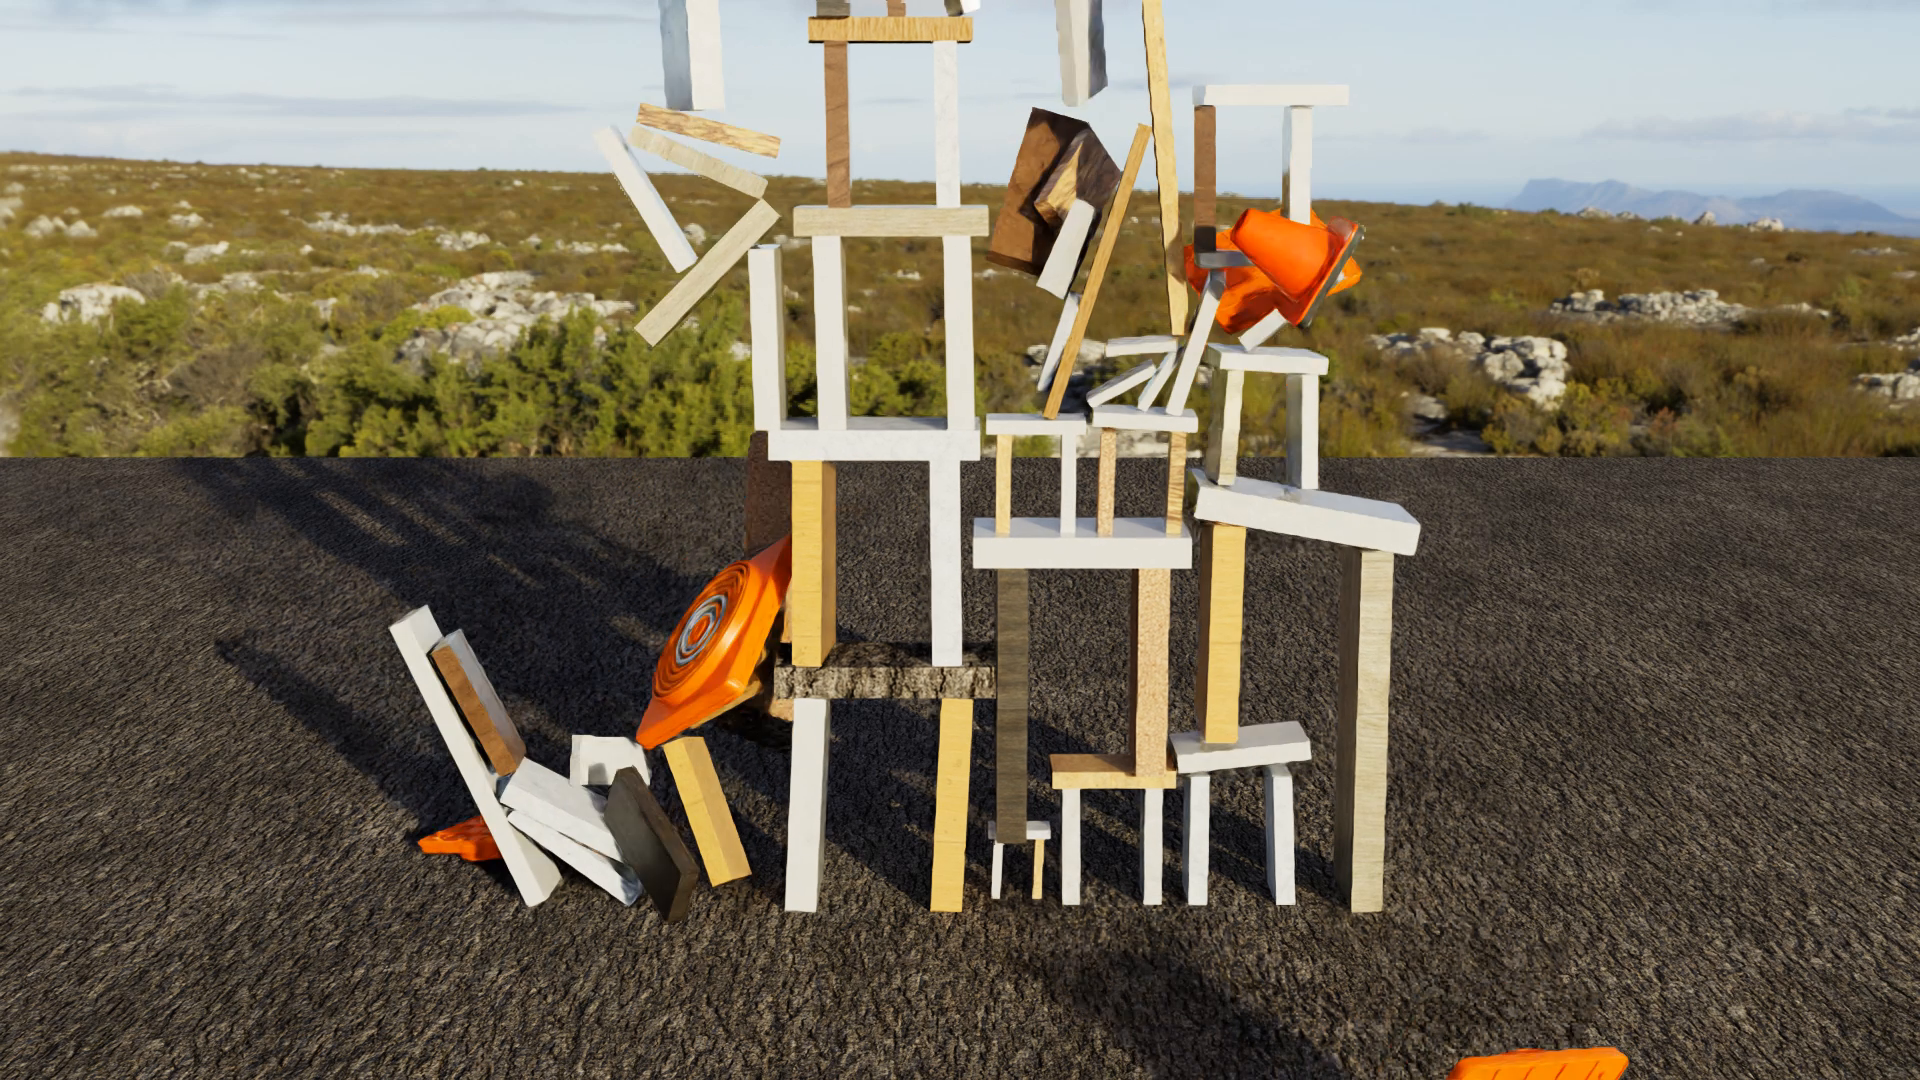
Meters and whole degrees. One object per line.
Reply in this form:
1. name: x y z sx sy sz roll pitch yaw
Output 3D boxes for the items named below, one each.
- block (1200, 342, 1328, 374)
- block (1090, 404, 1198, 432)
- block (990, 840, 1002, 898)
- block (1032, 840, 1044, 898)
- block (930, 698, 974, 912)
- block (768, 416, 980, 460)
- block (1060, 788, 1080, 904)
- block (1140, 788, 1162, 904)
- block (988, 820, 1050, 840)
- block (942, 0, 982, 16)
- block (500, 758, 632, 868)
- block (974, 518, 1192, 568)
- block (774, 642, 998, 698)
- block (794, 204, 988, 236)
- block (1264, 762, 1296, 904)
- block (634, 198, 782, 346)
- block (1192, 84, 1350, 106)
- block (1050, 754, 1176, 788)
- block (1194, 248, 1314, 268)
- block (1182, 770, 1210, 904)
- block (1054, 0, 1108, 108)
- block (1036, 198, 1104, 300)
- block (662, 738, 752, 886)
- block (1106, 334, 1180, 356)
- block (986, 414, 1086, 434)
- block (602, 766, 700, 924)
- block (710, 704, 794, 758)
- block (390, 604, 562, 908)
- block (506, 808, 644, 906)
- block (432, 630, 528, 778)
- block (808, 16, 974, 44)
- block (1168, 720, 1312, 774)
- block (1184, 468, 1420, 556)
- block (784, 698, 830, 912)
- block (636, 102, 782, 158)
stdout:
1. block: 0.484 -0.289 3.505 0.182 0.026 0.091 2 15 -16
2. block: 0.292 -0.194 3.497 0.164 0.023 0.082 3 13 0
3. block: 0.061 0.539 3.661 0.015 0.103 0.051 3 11 0
4. block: 0.130 0.539 3.662 0.015 0.103 0.051 2 11 -1
5. block: -0.013 0.413 3.639 0.050 0.356 0.178 3 11 -1
6. block: -0.135 -0.164 3.535 0.332 0.047 0.166 0 11 0
7. block: 0.182 0.492 3.646 0.028 0.201 0.100 -1 11 0
8. block: 0.316 0.492 3.645 0.028 0.201 0.100 0 11 0
9. block: 0.098 0.481 3.649 0.103 0.015 0.051 0 11 0
10. block: -0.027 -0.914 3.419 0.028 0.201 0.100 -23 12 -10
11. block: -0.624 0.448 3.608 0.247 0.035 0.124 28 13 -6
12. block: 0.194 0.004 3.549 0.344 0.049 0.172 0 11 0
13. block: -0.120 0.212 3.602 0.356 0.050 0.178 0 11 -1
14. block: -0.107 -0.504 3.467 0.302 0.043 0.151 0 11 0
15. block: 0.531 0.482 3.651 0.031 0.217 0.108 -3 11 0
16. block: -0.395 -0.420 3.462 0.282 0.040 0.141 -45 7 2
17. block: 0.478 -0.686 3.390 0.221 0.031 0.110 -1 12 -4
18. block: 0.250 0.380 3.618 0.201 0.028 0.100 0 11 -1
19. block: 0.459 -0.441 3.444 0.175 0.025 0.088 0 10 0
20. block: 0.391 0.483 3.651 0.031 0.217 0.108 0 11 0
21. block: 0.192 -0.799 3.485 0.028 0.198 0.099 13 36 29
22. block: 0.173 -0.456 3.460 0.021 0.148 0.074 25 3 26
23. block: -0.422 0.453 3.682 0.035 0.247 0.124 -22 -8 8
24. block: 0.288 -0.308 3.465 0.111 0.016 0.055 -4 18 11
25. block: 0.121 -0.185 3.509 0.157 0.022 0.079 0 11 1
26. block: -0.490 0.480 3.480 0.033 0.115 0.230 -10 46 -35
27. block: -0.346 0.330 3.844 0.164 0.023 0.082 25 -30 -21
28. block: -0.794 0.355 3.617 0.033 0.513 0.115 -23 9 7
29. block: -0.628 0.501 3.647 0.247 0.035 0.124 37 11 -7
30. block: -0.782 0.264 3.581 0.033 0.230 0.115 -26 11 1
31. block: -0.110 -0.791 3.415 0.252 0.036 0.126 -1 11 -4
32. block: 0.458 0.340 3.613 0.217 0.031 0.108 -6 14 -1
33. block: 0.545 -0.047 3.532 0.352 0.050 0.176 10 11 -2
34. block: -0.250 0.413 3.639 0.050 0.356 0.178 3 11 -1
35. block: -0.391 -0.639 3.436 0.221 0.031 0.111 13 8 -7
